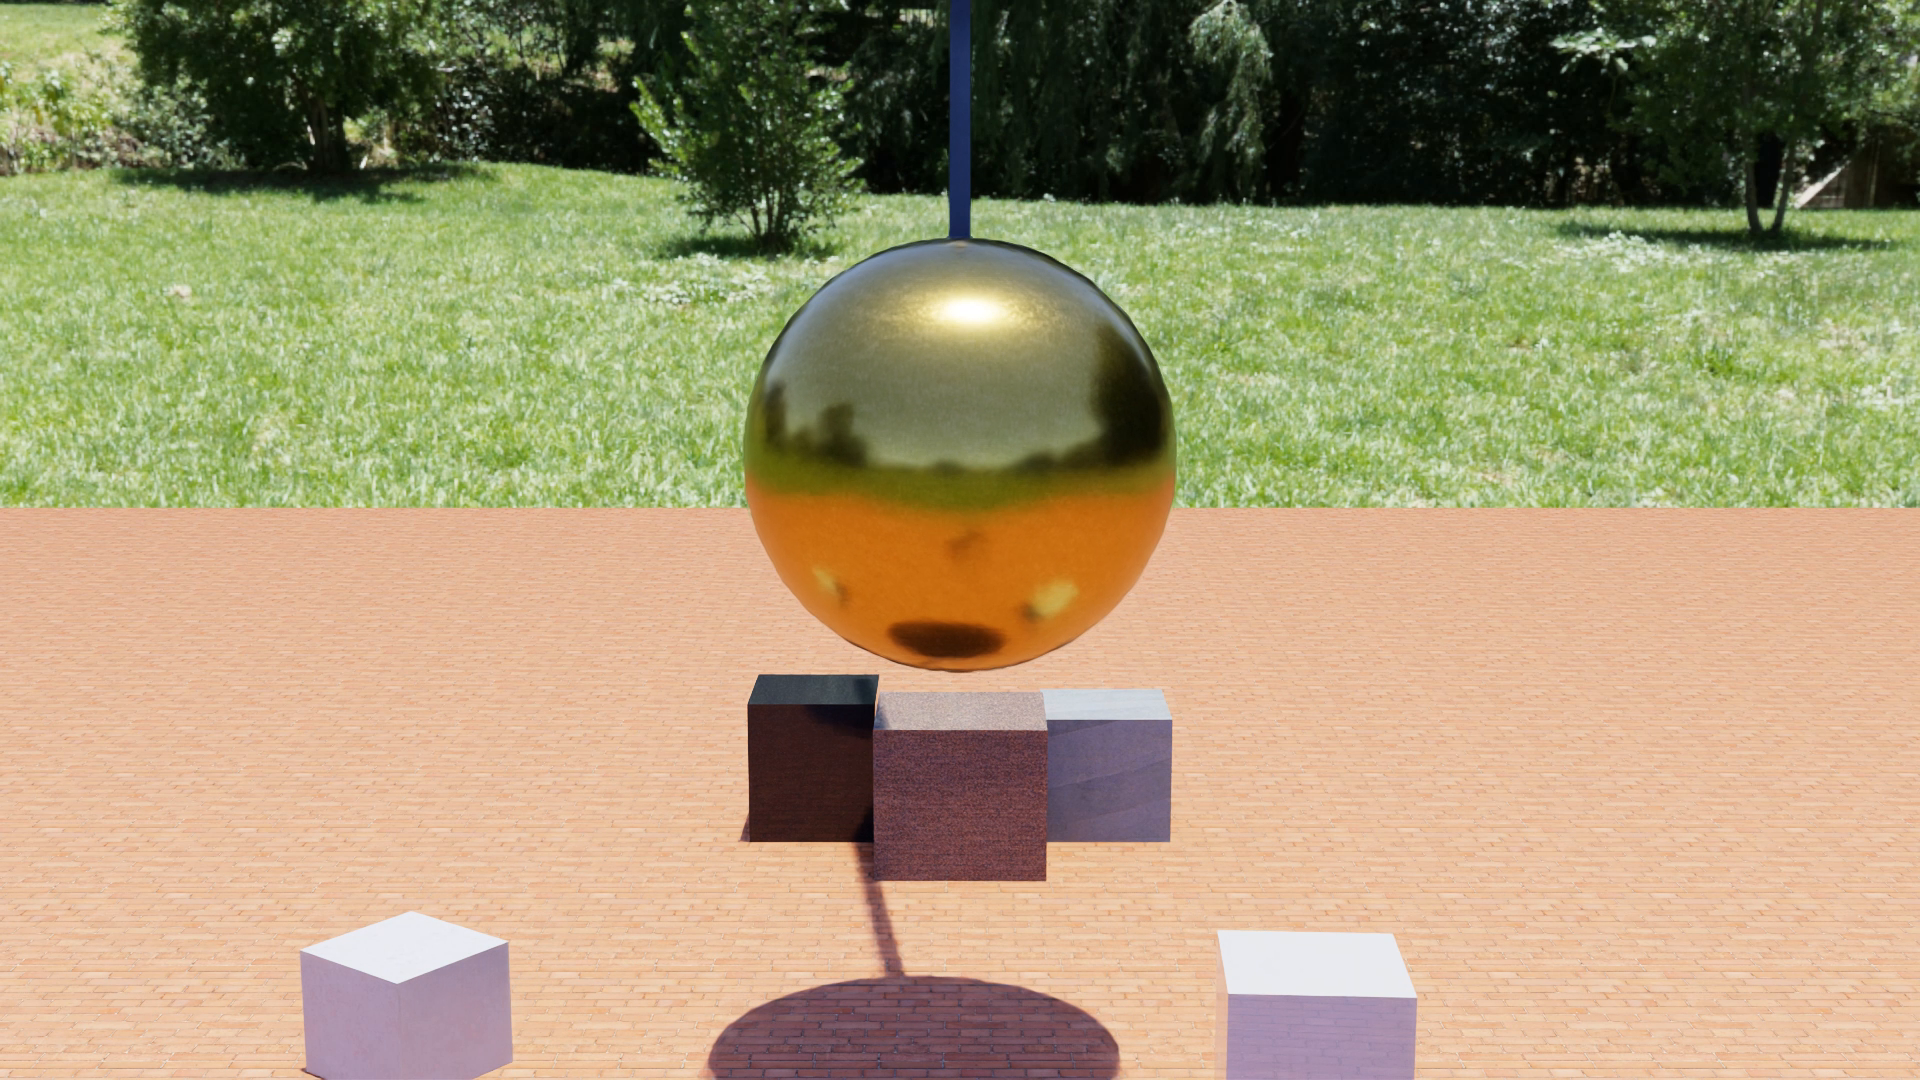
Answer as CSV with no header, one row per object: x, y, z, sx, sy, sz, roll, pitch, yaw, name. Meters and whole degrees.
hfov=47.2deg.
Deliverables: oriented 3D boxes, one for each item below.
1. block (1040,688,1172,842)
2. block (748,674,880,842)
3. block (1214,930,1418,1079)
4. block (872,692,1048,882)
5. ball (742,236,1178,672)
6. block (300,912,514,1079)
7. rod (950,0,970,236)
0.744,1.160,11.392,0.644,0.642,0.625,0,10,0,block
-0.746,1.121,11.388,0.640,0.720,0.630,0,10,0,block
1.261,1.809,7.903,0.644,0.612,0.618,1,10,3,block
0.004,1.204,10.849,0.828,0.749,0.733,0,10,0,block
0.000,-0.312,8.100,1.600,1.600,1.600,0,10,0,ball
-2.110,1.782,8.400,0.566,0.489,0.533,8,13,36,block
0.000,-3.519,9.230,0.080,5.200,0.080,0,-19,0,rod
